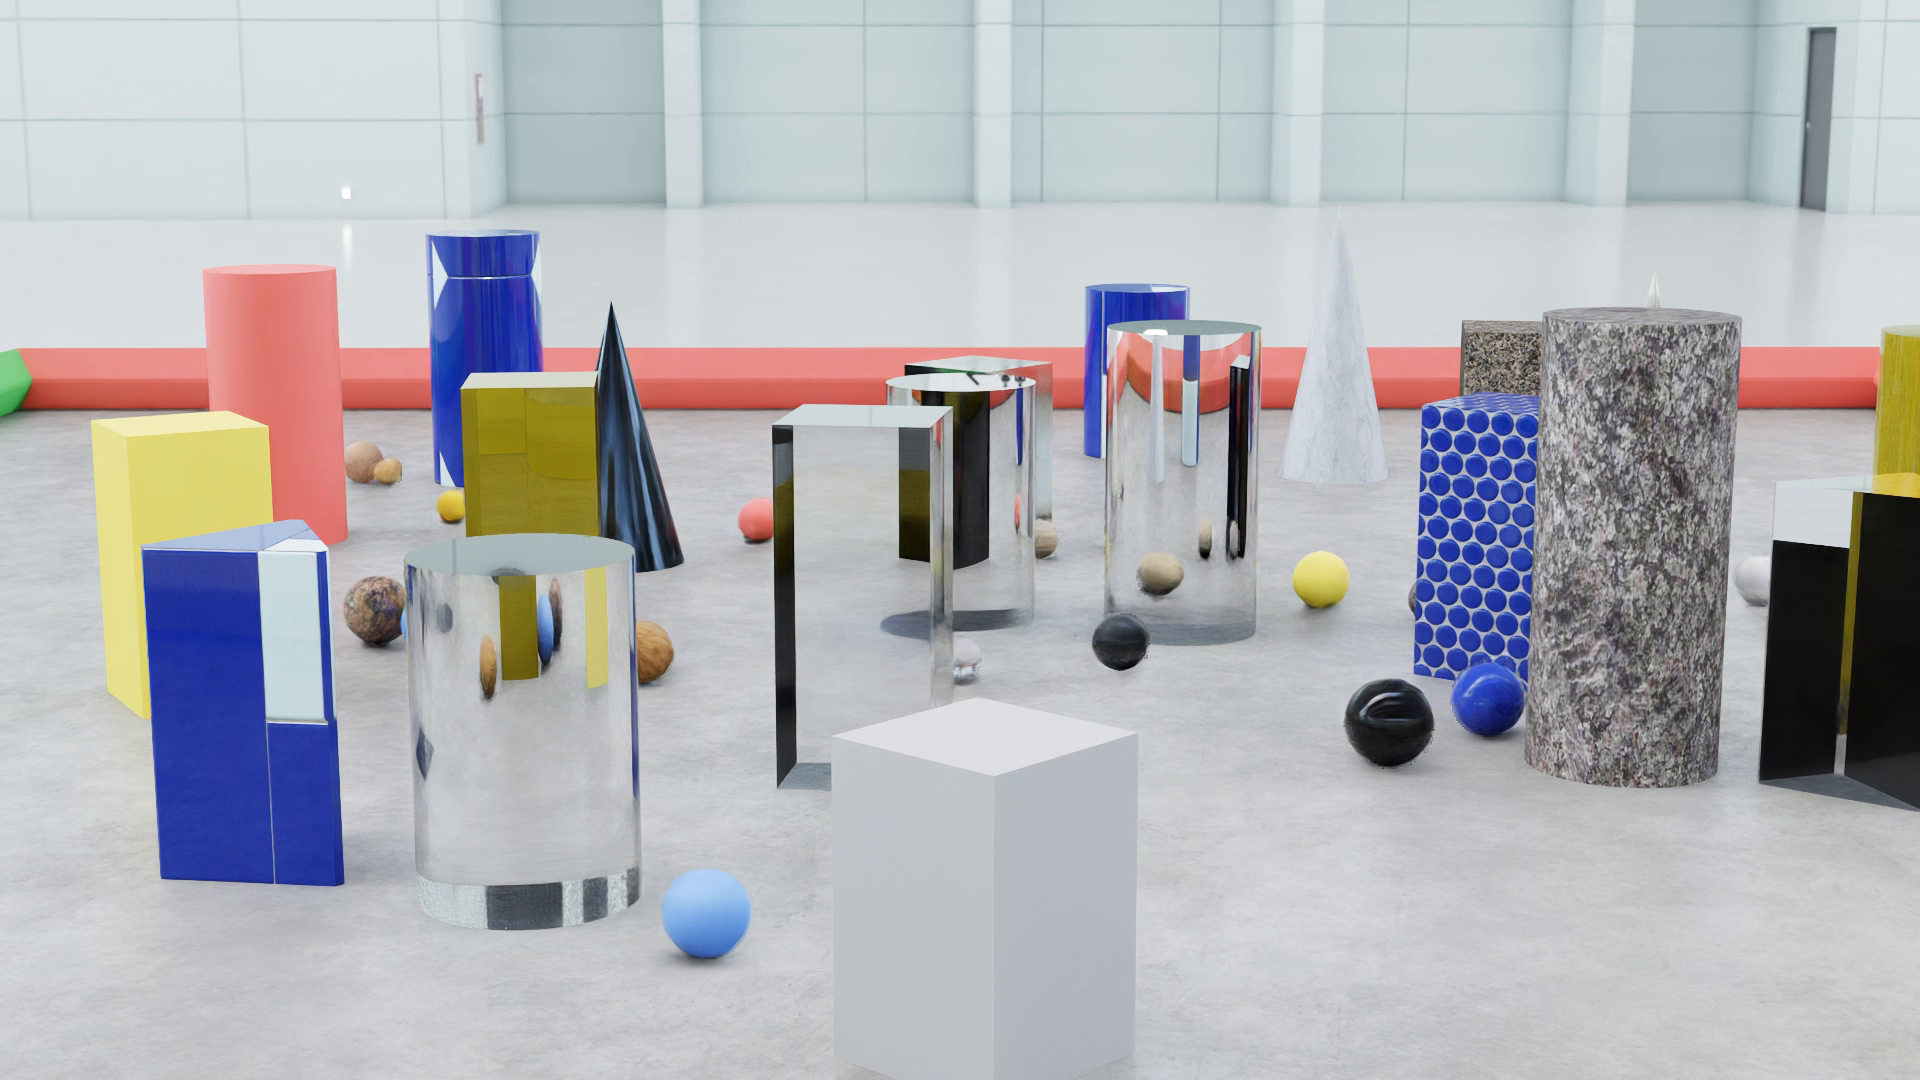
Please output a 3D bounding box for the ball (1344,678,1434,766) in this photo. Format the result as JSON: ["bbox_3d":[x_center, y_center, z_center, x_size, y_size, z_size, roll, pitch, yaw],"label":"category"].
[{"bbox_3d":[0.451,0.191,2.697,0.093,0.093,0.093,0,10,0],"label":"ball"}]

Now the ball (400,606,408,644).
[{"bbox_3d":[-0.650,0.103,3.188,0.088,0.088,0.088,0,10,0],"label":"ball"}]

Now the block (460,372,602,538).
[{"bbox_3d":[-0.529,-0.029,3.199,0.159,0.344,0.159,-1,11,-6],"label":"block"}]

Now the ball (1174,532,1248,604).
[{"bbox_3d":[0.343,0.039,3.505,0.099,0.099,0.099,0,10,0],"label":"ball"}]

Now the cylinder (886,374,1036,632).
[{"bbox_3d":[0.001,-0.054,3.412,0.198,0.315,0.198,0,10,0],"label":"cylinder"}]

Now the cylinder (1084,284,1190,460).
[{"bbox_3d":[0.333,-0.319,4.846,0.198,0.315,0.198,0,10,0],"label":"cylinder"}]

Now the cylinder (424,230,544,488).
[{"bbox_3d":[-0.836,-0.323,4.535,0.198,0.437,0.198,0,10,0],"label":"cylinder"}]

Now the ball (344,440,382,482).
[{"bbox_3d":[-1.057,-0.138,4.535,0.073,0.073,0.073,0,10,0],"label":"ball"}]

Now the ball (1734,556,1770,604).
[{"bbox_3d":[1.093,0.055,3.507,0.067,0.067,0.067,0,10,0],"label":"ball"}]

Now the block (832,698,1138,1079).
[{"bbox_3d":[0.018,0.263,1.892,0.159,0.246,0.159,9,14,42],"label":"block"}]

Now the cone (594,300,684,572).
[{"bbox_3d":[-0.510,-0.160,3.783,0.198,0.389,0.198,0,10,0],"label":"cone"}]

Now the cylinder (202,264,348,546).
[{"bbox_3d":[-1.056,-0.208,3.960,0.198,0.420,0.198,0,10,0],"label":"cylinder"}]

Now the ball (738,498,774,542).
[{"bbox_3d":[-0.310,-0.031,3.972,0.067,0.067,0.067,0,10,0],"label":"ball"}]

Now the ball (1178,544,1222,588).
[{"bbox_3d":[0.340,0.036,3.625,0.062,0.062,0.062,0,10,0],"label":"ball"}]

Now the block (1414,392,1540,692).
[{"bbox_3d":[0.661,-0.002,3.093,0.159,0.329,0.159,8,13,37],"label":"block"}]

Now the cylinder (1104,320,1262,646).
[{"bbox_3d":[0.287,-0.078,3.320,0.198,0.396,0.198,0,10,0],"label":"cylinder"}]

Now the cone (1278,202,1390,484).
[{"bbox_3d":[0.674,-0.358,4.581,0.198,0.488,0.198,0,10,0],"label":"cone"}]

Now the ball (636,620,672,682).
[{"bbox_3d":[-0.381,0.133,3.065,0.075,0.075,0.075,0,10,0],"label":"ball"}]

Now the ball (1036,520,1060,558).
[{"bbox_3d":[0.119,-0.002,3.838,0.058,0.058,0.058,0,10,0],"label":"ball"}]

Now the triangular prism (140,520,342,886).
[{"bbox_3d":[-0.632,0.145,2.364,0.172,0.306,0.149,1,11,7],"label":"triangular prism"}]

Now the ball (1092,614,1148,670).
[{"bbox_3d":[0.195,0.124,3.126,0.069,0.069,0.069,0,10,0],"label":"ball"}]

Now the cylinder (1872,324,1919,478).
[{"bbox_3d":[1.117,-0.013,2.857,0.198,0.437,0.198,0,10,0],"label":"cylinder"}]

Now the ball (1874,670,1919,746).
[{"bbox_3d":[1.033,0.182,2.779,0.081,0.081,0.081,0,10,0],"label":"ball"}]

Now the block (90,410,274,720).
[{"bbox_3d":[-0.896,0.024,2.973,0.159,0.322,0.159,-6,12,-31],"label":"block"}]

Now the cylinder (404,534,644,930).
[{"bbox_3d":[-0.382,0.163,2.257,0.198,0.308,0.198,0,10,0],"label":"cylinder"}]

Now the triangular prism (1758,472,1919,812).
[{"bbox_3d":[0.934,0.095,2.616,0.172,0.313,0.149,8,13,38],"label":"triangular prism"}]

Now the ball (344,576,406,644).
[{"bbox_3d":[-0.741,0.089,3.268,0.087,0.087,0.087,0,10,0],"label":"ball"}]

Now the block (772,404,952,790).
[{"bbox_3d":[-0.097,0.057,2.650,0.159,0.375,0.159,1,11,8],"label":"block"}]

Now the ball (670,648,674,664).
[{"bbox_3d":[-0.369,0.139,3.123,0.042,0.042,0.042,0,10,0],"label":"ball"}]

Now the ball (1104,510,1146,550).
[{"bbox_3d":[0.250,-0.015,3.897,0.063,0.063,0.063,0,10,0],"label":"ball"}]

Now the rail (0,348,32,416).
[{"bbox_3d":[-1.985,0.035,3.438,0.045,0.129,4.205,0,10,0],"label":"rail"}]

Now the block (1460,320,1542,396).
[{"bbox_3d":[0.727,-0.079,3.328,0.159,0.396,0.159,2,11,9],"label":"block"}]

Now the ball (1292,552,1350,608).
[{"bbox_3d":[0.491,0.054,3.485,0.077,0.077,0.077,0,10,0],"label":"ball"}]

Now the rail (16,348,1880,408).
[{"bbox_3d":[-0.012,-0.345,5.493,4.018,0.129,0.045,0,10,0],"label":"rail"}]

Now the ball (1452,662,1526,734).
[{"bbox_3d":[0.583,0.175,2.826,0.079,0.079,0.079,0,10,0],"label":"ball"}]

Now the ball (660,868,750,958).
[{"bbox_3d":[-0.211,0.308,2.122,0.073,0.073,0.073,0,10,0],"label":"ball"}]

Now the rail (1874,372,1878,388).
[{"bbox_3d":[1.985,0.031,3.460,0.045,0.129,4.205,0,10,0],"label":"rail"}]

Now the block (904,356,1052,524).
[{"bbox_3d":[0.028,-0.125,3.883,0.159,0.285,0.159,9,14,39],"label":"block"}]

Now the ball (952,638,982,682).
[{"bbox_3d":[0.000,0.143,3.071,0.053,0.053,0.053,0,10,0],"label":"ball"}]

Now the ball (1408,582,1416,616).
[{"bbox_3d":[0.623,0.079,3.399,0.059,0.059,0.059,0,10,0],"label":"ball"}]

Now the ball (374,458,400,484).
[{"bbox_3d":[-1.006,-0.120,4.508,0.045,0.045,0.045,0,10,0],"label":"ball"}]

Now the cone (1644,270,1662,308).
[{"bbox_3d":[1.052,-0.202,3.923,0.198,0.421,0.198,0,10,0],"label":"cone"}]

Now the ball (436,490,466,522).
[{"bbox_3d":[-0.819,-0.055,4.139,0.053,0.053,0.053,0,10,0],"label":"ball"}]

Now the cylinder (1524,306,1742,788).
[{"bbox_3d":[0.699,0.003,2.673,0.198,0.473,0.198,0,10,0],"label":"cylinder"}]
